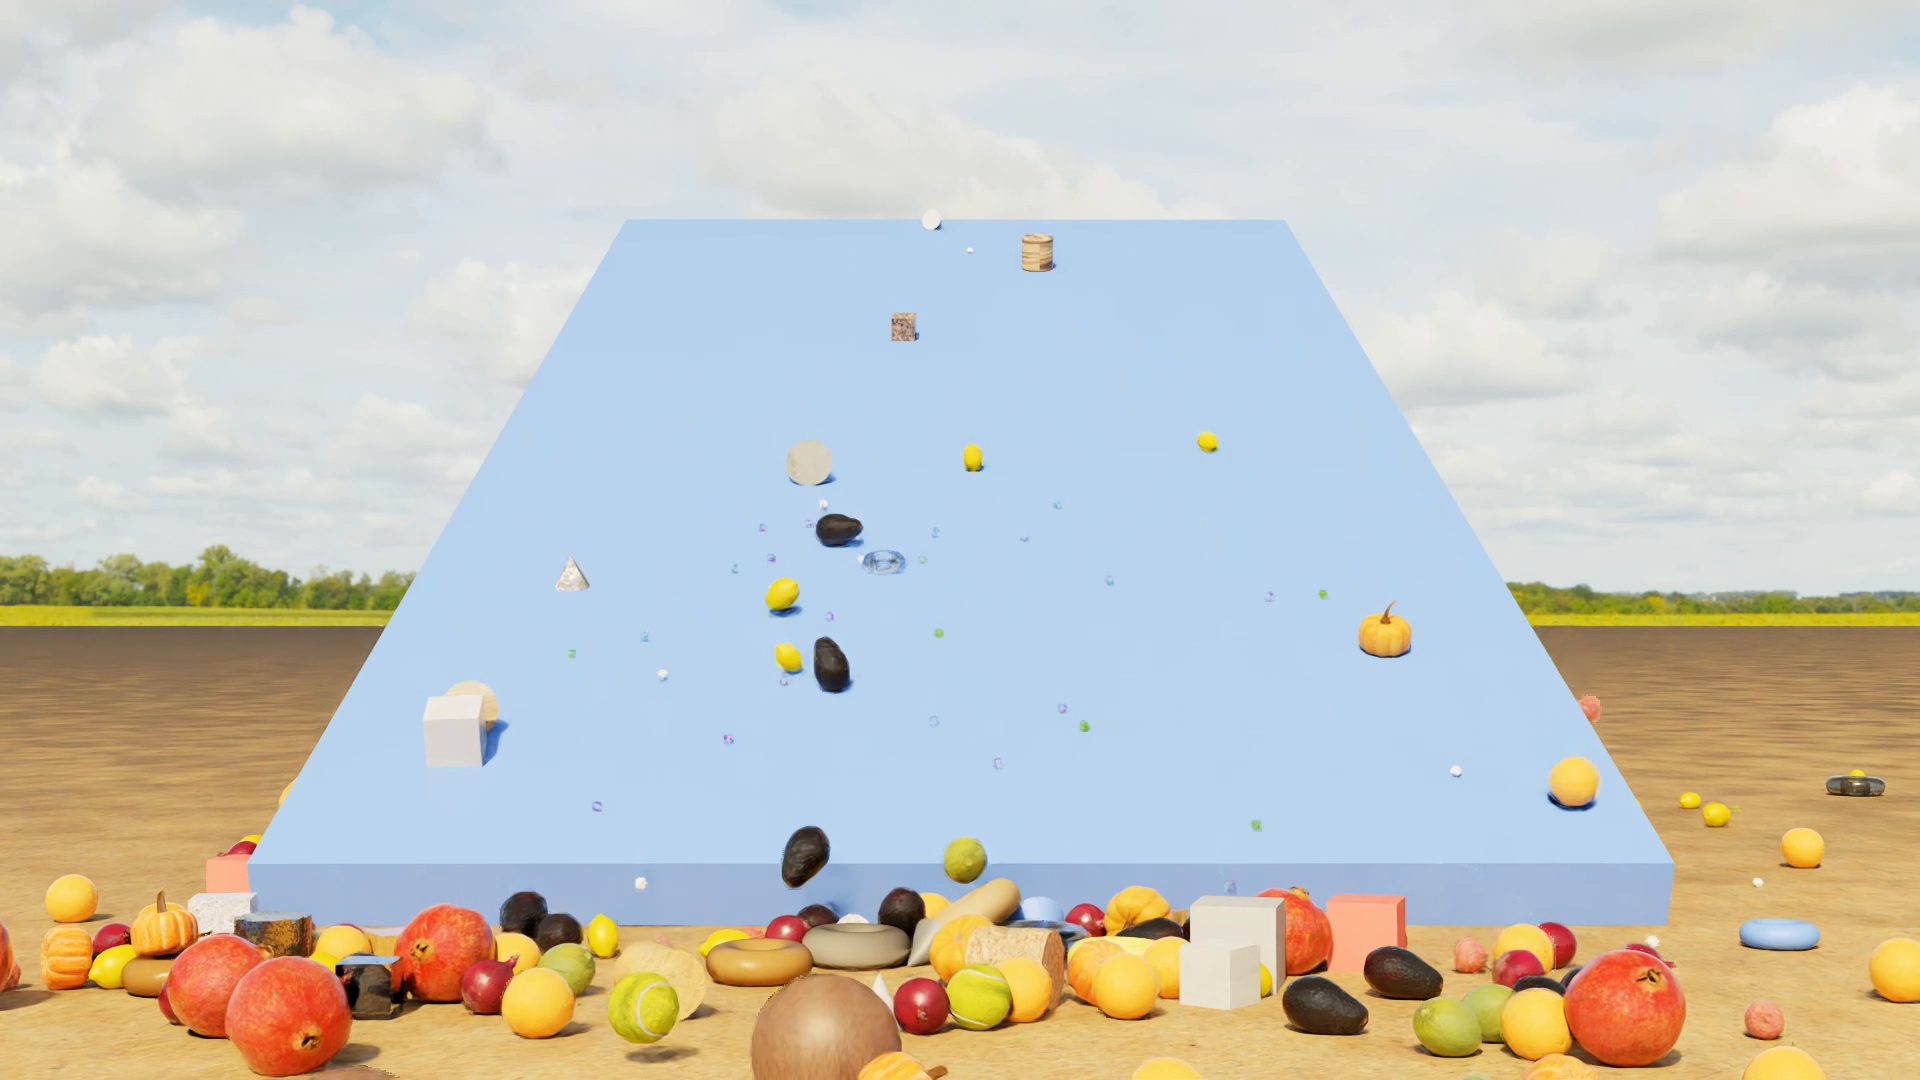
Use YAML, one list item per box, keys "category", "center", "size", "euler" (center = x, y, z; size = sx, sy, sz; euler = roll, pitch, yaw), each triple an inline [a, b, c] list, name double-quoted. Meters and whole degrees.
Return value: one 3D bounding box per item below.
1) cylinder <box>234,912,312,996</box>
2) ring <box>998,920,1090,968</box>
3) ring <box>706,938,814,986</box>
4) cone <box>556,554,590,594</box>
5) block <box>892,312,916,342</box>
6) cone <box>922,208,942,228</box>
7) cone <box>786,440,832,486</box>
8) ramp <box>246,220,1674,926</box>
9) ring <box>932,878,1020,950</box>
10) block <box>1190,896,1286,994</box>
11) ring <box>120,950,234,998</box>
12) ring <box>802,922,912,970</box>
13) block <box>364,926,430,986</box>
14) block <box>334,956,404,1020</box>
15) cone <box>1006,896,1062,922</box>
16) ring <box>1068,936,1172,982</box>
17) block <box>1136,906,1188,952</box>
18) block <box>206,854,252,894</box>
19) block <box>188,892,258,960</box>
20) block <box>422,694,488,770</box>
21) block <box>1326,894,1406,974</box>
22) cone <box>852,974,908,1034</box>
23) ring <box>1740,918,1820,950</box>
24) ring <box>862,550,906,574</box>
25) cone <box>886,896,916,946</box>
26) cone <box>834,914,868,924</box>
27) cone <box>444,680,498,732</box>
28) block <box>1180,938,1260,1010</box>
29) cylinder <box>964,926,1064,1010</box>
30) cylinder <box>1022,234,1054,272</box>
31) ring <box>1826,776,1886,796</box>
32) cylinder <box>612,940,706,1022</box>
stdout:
- category: "cylinder"
  center: [-0.804, 0.483, 2.666]
  size: [0.087, 0.087, 0.087]
  euler: [0, -2, 0]
- category: "ring"
  center: [0.099, 0.511, 2.882]
  size: [0.143, 0.048, 0.143]
  euler: [1, -1, 0]
- category: "ring"
  center: [-0.241, 0.508, 2.744]
  size: [0.130, 0.043, 0.130]
  euler: [0, -1, 0]
- category: "cone"
  center: [-0.706, 0.055, 4.141]
  size: [0.064, 0.064, 0.064]
  euler: [0, 21, 0]
- category: "block"
  center: [-0.140, -0.531, 5.687]
  size: [0.058, 0.058, 0.058]
  euler: [1, 21, 3]
- category: "cone"
  center: [-0.071, -0.951, 6.829]
  size: [0.062, 0.062, 0.062]
  euler: [-1, -21, 35]
- category: "cone"
  center: [-0.307, -0.154, 4.720]
  size: [0.095, 0.095, 0.095]
  euler: [0, -6, 3]
- category: "ramp"
  center: [-0.006, -0.214, 5.079]
  size: [2.000, 0.100, 4.000]
  euler: [0, 21, 0]
- category: "ring"
  center: [0.012, 0.489, 2.948]
  size: [0.149, 0.050, 0.149]
  euler: [-32, -5, -3]
- category: "block"
  center: [0.330, 0.478, 2.698]
  size: [0.100, 0.100, 0.100]
  euler: [-1, -2, 14]
- category: "ring"
  center: [-0.912, 0.506, 2.660]
  size: [0.128, 0.043, 0.128]
  euler: [-1, -3, 0]
- category: "ring"
  center: [-0.130, 0.511, 2.871]
  size: [0.139, 0.046, 0.139]
  euler: [1, -3, 0]
- category: "block"
  center: [-0.674, 0.499, 2.729]
  size: [0.060, 0.060, 0.060]
  euler: [1, -2, -34]
- category: "block"
  center: [-0.647, 0.491, 2.498]
  size: [0.061, 0.061, 0.061]
  euler: [0, -2, -1]
- category: "cone"
  center: [0.107, 0.520, 2.978]
  size: [0.078, 0.078, 0.078]
  euler: [1, 28, -15]
- category: "ring"
  center: [0.194, 0.510, 2.778]
  size: [0.127, 0.042, 0.127]
  euler: [1, -3, 0]
- category: "block"
  center: [0.266, 0.513, 3.005]
  size: [0.051, 0.051, 0.051]
  euler: [-1, -2, 35]
- category: "block"
  center: [-1.063, 0.512, 3.389]
  size: [0.080, 0.080, 0.080]
  euler: [0, -2, 9]
- category: "block"
  center: [-0.952, 0.499, 2.946]
  size: [0.076, 0.076, 0.076]
  euler: [0, -2, -10]
- category: "block"
  center: [-0.773, 0.293, 3.491]
  size: [0.083, 0.083, 0.083]
  euler: [-2, 21, -5]
- category: "block"
  center: [0.507, 0.490, 2.841]
  size: [0.086, 0.086, 0.086]
  euler: [-1, -2, 18]
- category: "cone"
  center: [-0.085, 0.488, 2.414]
  size: [0.060, 0.060, 0.060]
  euler: [0, -2, 0]
- category: "ring"
  center: [1.086, 0.523, 3.022]
  size: [0.102, 0.034, 0.102]
  euler: [-1, -3, 0]
- category: "ring"
  center: [-0.141, 0.041, 4.234]
  size: [0.080, 0.027, 0.080]
  euler: [0, 20, 0]
- category: "cone"
  center: [-0.079, 0.502, 2.990]
  size: [0.072, 0.072, 0.072]
  euler: [0, -2, 0]
- category: "cone"
  center: [-0.148, 0.525, 2.982]
  size: [0.055, 0.055, 0.055]
  euler: [1, -35, -24]
- category: "cone"
  center: [-0.764, 0.270, 3.609]
  size: [0.092, 0.092, 0.092]
  euler: [0, -6, 3]
- category: "block"
  center: [0.294, 0.491, 2.578]
  size: [0.066, 0.066, 0.066]
  euler: [-2, -3, 38]
- category: "cylinder"
  center: [0.062, 0.478, 2.551]
  size: [0.089, 0.089, 0.089]
  euler: [-1, -2, 19]
- category: "cylinder"
  center: [0.216, -0.799, 6.348]
  size: [0.088, 0.088, 0.088]
  euler: [0, 21, 0]
- category: "ring"
  center: [2.211, 0.607, 5.631]
  size: [0.139, 0.046, 0.139]
  euler: [1, -3, 0]
- category: "cylinder"
  center: [-0.329, 0.481, 2.489]
  size: [0.079, 0.079, 0.079]
  euler: [1, -2, -27]
